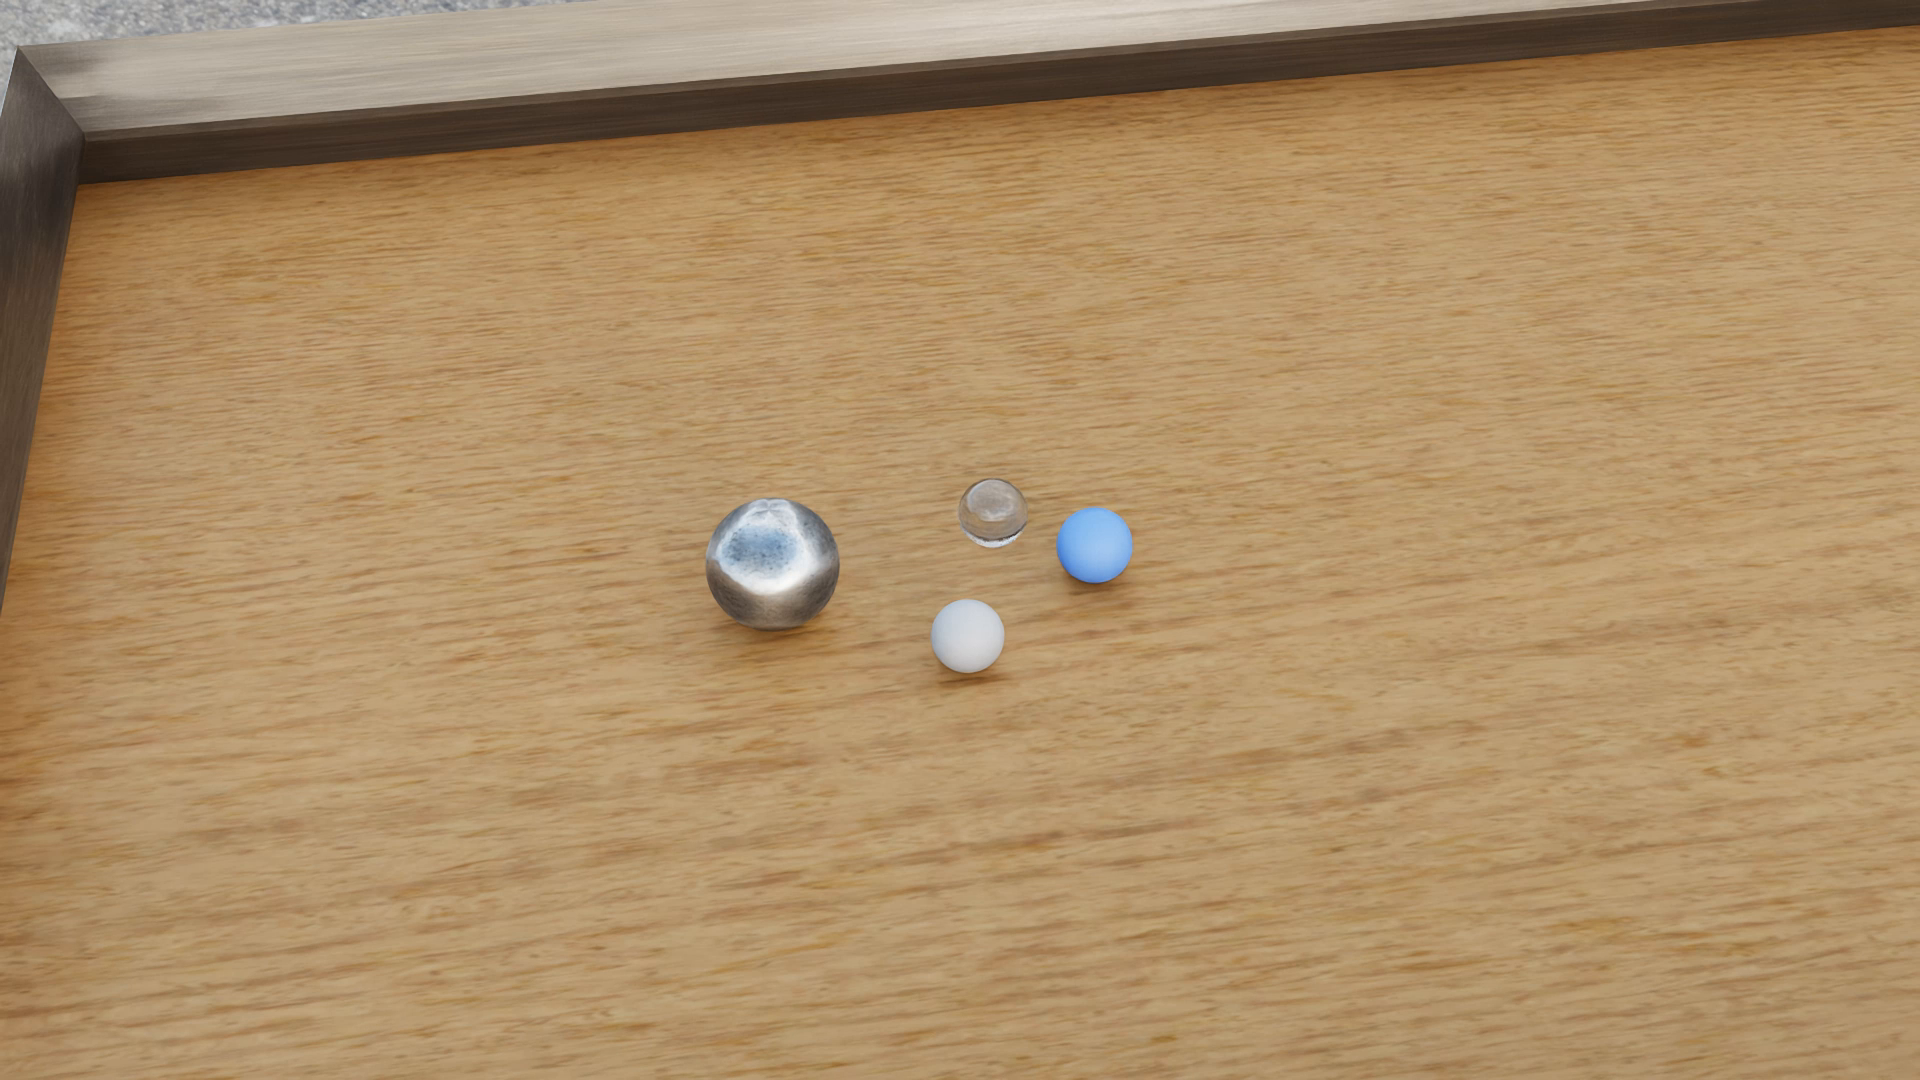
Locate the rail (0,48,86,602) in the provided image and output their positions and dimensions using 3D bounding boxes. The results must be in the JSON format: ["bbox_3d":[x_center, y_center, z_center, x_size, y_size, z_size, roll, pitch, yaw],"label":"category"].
[{"bbox_3d":[-0.606,0.040,1.560,0.045,0.125,1.357,-6,36,-9],"label":"rail"}]

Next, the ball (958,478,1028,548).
[{"bbox_3d":[0.022,-0.018,1.710,0.047,0.047,0.047,0,36,0],"label":"ball"}]

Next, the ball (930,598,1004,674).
[{"bbox_3d":[0.005,0.060,1.602,0.046,0.046,0.046,0,36,0],"label":"ball"}]

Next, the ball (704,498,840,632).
[{"bbox_3d":[-0.119,0.016,1.630,0.086,0.086,0.086,0,36,0],"label":"ball"}]

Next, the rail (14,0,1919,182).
[{"bbox_3d":[0.505,-0.475,2.276,2.566,0.125,0.045,-6,36,-9],"label":"rail"}]

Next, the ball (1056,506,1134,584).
[{"bbox_3d":[0.088,0.003,1.677,0.050,0.050,0.050,0,36,0],"label":"ball"}]
